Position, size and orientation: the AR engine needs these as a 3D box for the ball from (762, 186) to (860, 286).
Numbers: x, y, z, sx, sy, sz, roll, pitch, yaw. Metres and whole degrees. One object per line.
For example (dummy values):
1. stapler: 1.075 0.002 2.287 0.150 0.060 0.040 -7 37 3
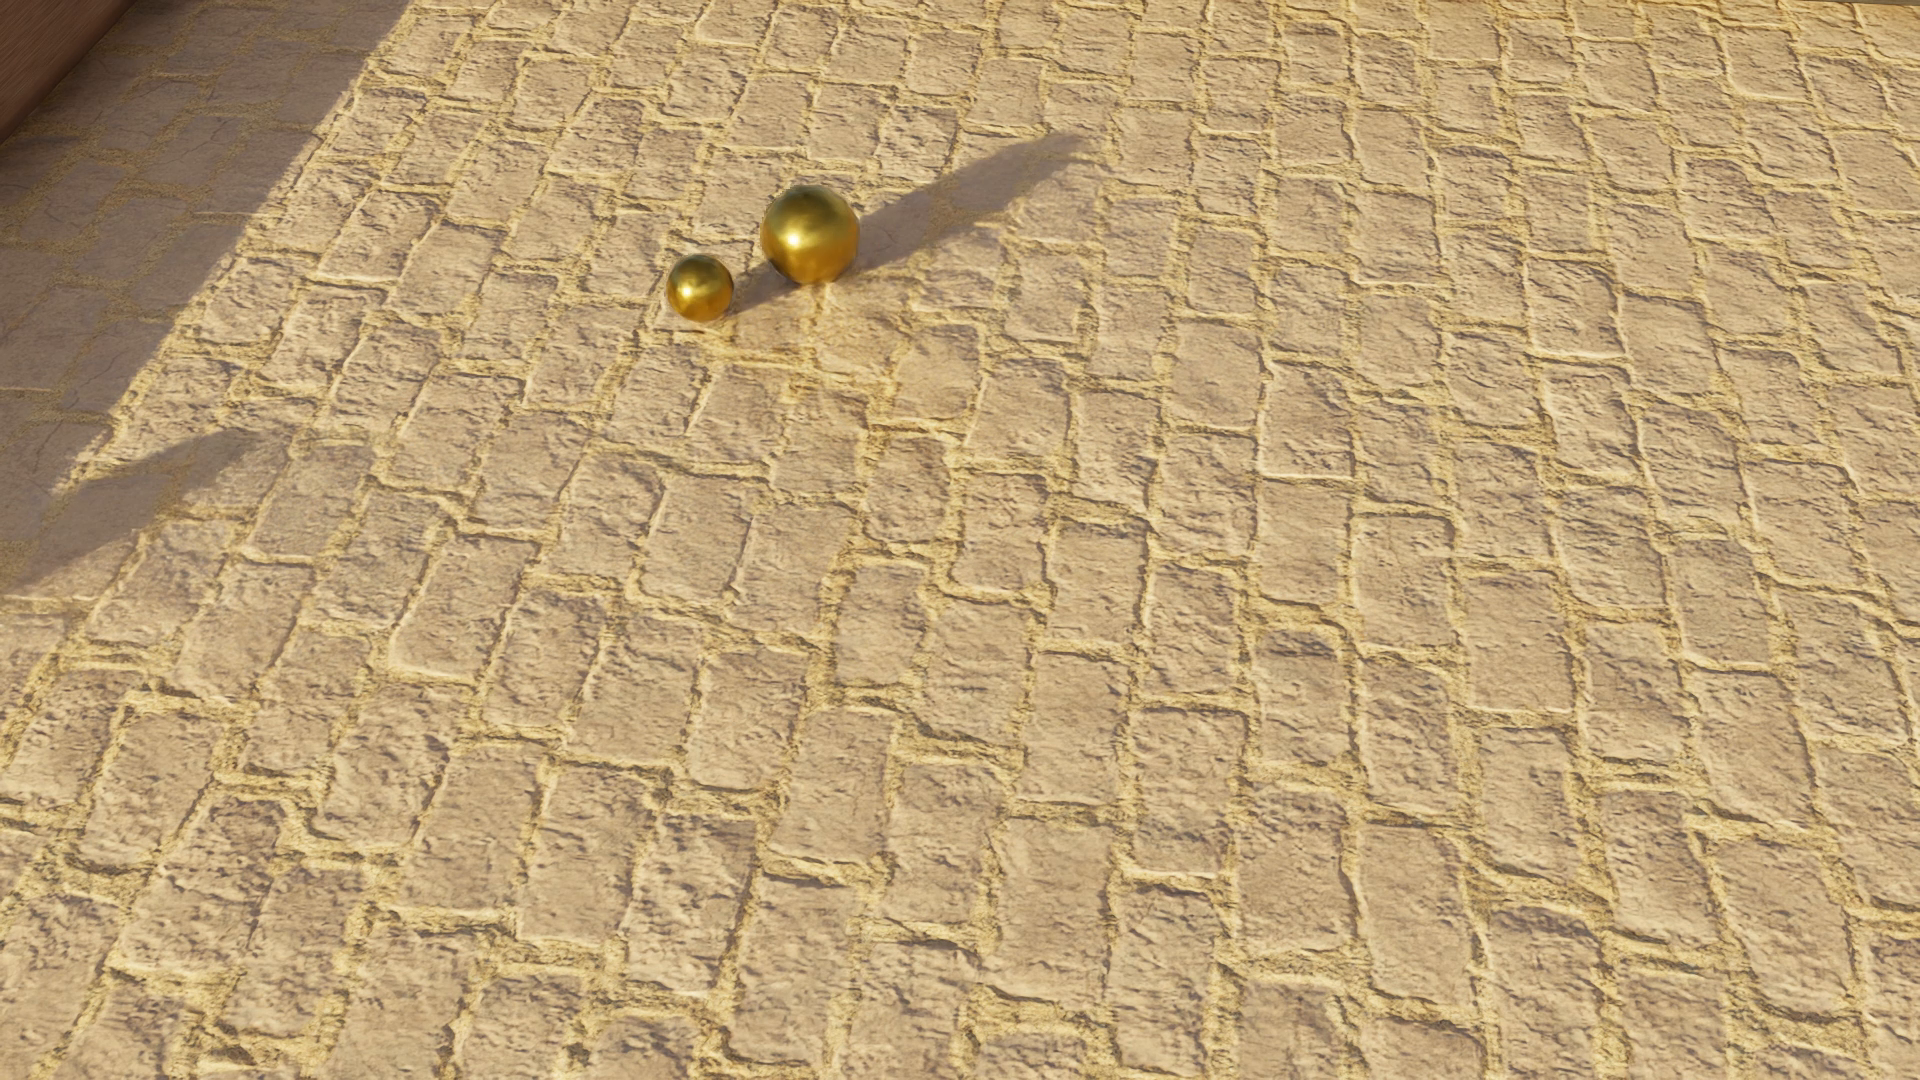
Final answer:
1. ball: -0.122 -0.250 2.105 0.081 0.081 0.081 0 35 0

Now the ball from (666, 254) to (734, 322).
1. ball: -0.209 -0.202 2.061 0.054 0.054 0.054 0 35 0

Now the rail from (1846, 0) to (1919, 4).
1. rail: 1.070 -0.564 2.518 3.791 0.113 0.045 4 36 6

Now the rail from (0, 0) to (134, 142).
1. rail: -0.917 -0.084 1.843 0.045 0.113 2.176 4 36 6
